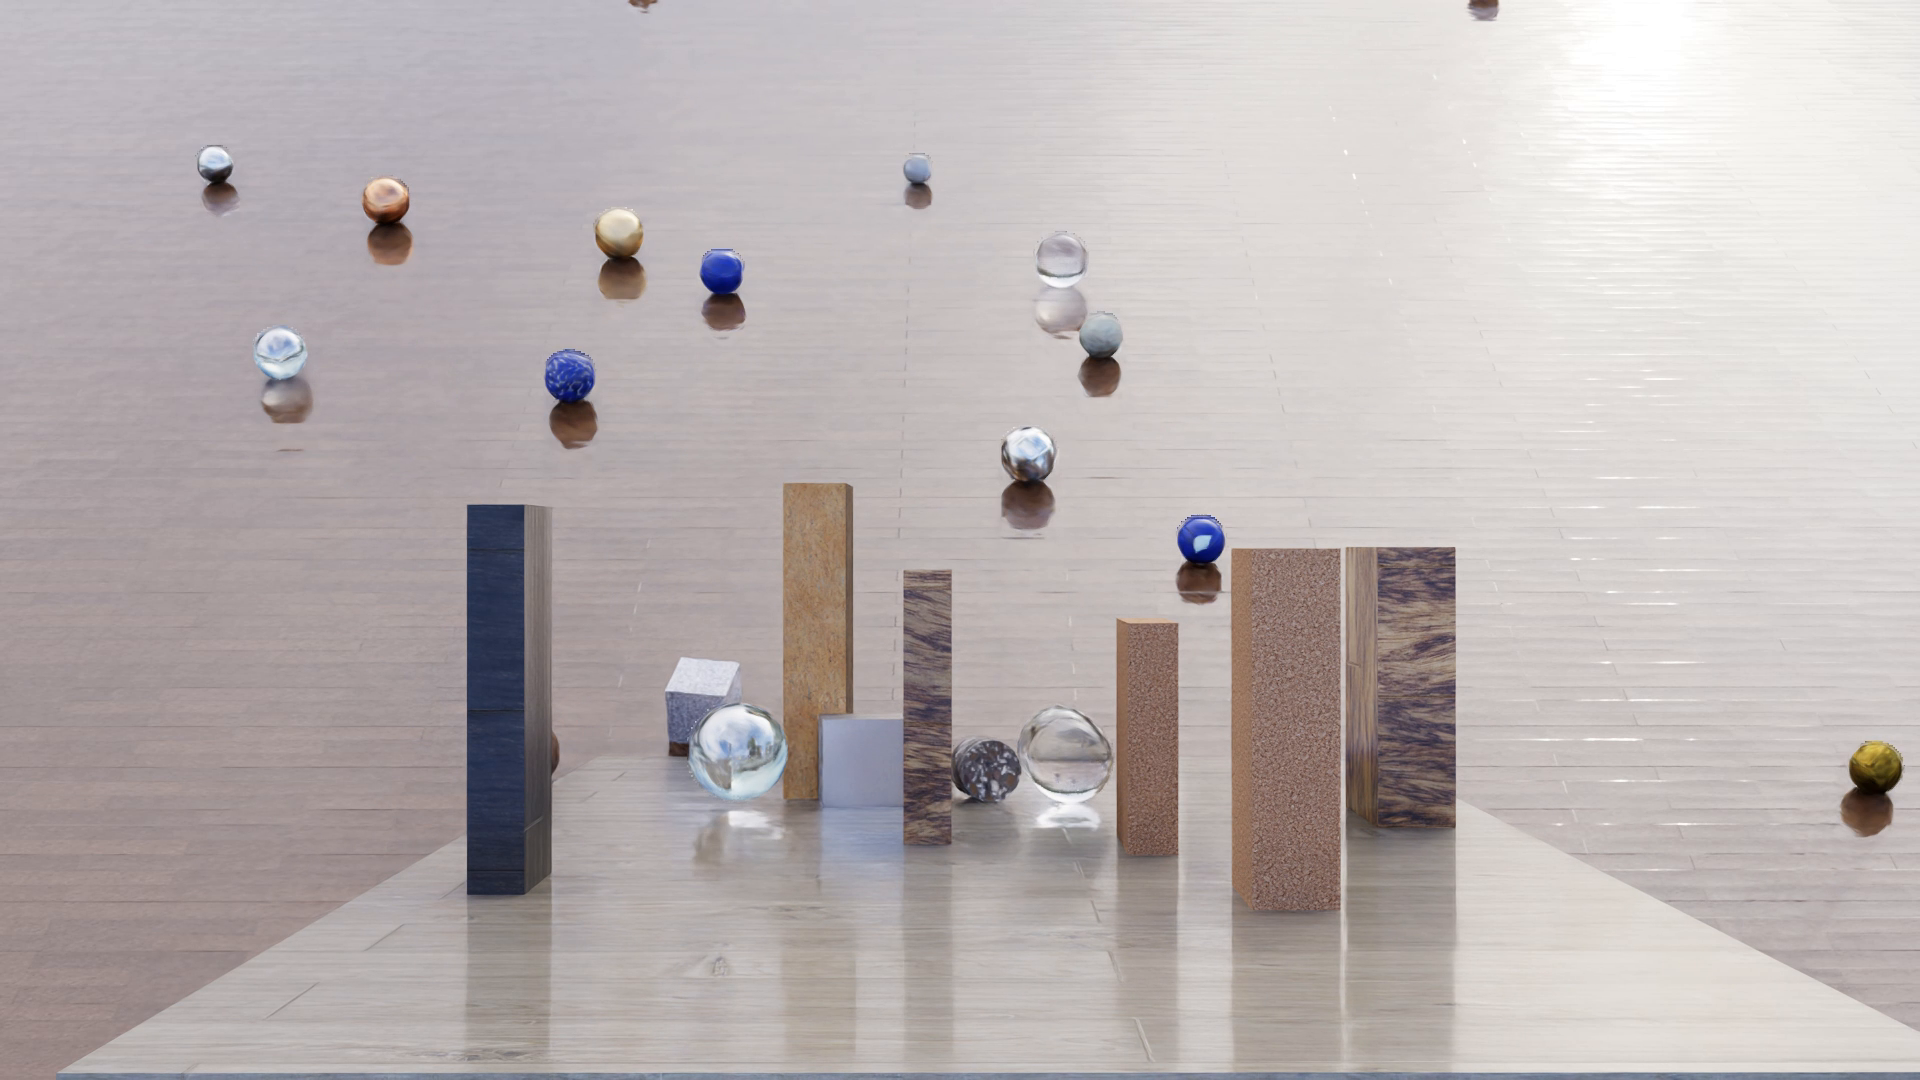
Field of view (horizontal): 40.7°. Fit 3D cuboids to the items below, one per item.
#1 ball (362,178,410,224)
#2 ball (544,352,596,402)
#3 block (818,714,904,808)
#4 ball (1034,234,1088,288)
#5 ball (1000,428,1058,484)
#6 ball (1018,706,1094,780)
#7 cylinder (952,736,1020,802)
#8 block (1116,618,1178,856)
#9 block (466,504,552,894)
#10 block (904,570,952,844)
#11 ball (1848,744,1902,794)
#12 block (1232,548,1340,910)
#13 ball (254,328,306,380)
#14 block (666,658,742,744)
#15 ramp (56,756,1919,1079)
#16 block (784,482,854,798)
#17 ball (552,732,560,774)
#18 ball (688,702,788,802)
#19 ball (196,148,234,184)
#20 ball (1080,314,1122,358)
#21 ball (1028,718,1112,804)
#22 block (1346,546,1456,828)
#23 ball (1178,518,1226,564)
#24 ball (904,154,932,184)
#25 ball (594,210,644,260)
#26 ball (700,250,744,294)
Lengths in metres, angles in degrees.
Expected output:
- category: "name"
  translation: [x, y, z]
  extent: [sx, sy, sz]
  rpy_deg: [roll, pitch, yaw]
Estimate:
- category: "ball"
  translation: [-2.178, -1.285, 9.813]
  extent: [0.177, 0.177, 0.177]
  rpy_deg: [0, 30, 0]
- category: "ball"
  translation: [-1.288, -0.537, 8.543]
  extent: [0.167, 0.167, 0.167]
  rpy_deg: [0, 30, 0]
- category: "block"
  translation: [-0.204, 0.464, 5.461]
  extent: [0.182, 0.182, 0.182]
  rpy_deg: [0, 0, -6]
- category: "ball"
  translation: [0.365, -1.004, 9.316]
  extent: [0.194, 0.194, 0.194]
  rpy_deg: [0, 30, 0]
- category: "ball"
  translation: [0.214, -0.263, 8.063]
  extent: [0.177, 0.177, 0.177]
  rpy_deg: [0, 30, 0]
- category: "ball"
  translation: [0.220, 0.461, 5.729]
  extent: [0.187, 0.187, 0.187]
  rpy_deg: [0, 30, 0]
- category: "cylinder"
  translation: [0.052, 0.490, 5.542]
  extent: [0.130, 0.130, 0.130]
  rpy_deg: [-7, 1, -12]
- category: "block"
  translation: [0.339, 0.349, 4.701]
  extent: [0.089, 0.407, 0.324]
  rpy_deg: [0, 0, 0]
- category: "block"
  translation: [-0.723, 0.248, 4.163]
  extent: [0.090, 0.607, 0.271]
  rpy_deg: [0, 0, 0]
- category: "block"
  translation: [-0.059, 0.304, 4.839]
  extent: [0.087, 0.498, 0.274]
  rpy_deg: [0, 0, 0]
- category: "ball"
  translation: [2.354, 0.588, 6.654]
  extent: [0.131, 0.131, 0.131]
  rpy_deg: [0, 30, 0]
- category: "block"
  translation: [0.501, 0.282, 3.997]
  extent: [0.132, 0.538, 0.289]
  rpy_deg: [0, 0, 0]
- category: "ball"
  translation: [-2.282, -0.626, 8.689]
  extent: [0.172, 0.172, 0.172]
  rpy_deg: [0, 30, 0]
- category: "block"
  translation: [-0.680, 0.432, 6.891]
  extent: [0.162, 0.162, 0.162]
  rpy_deg: [5, 31, 8]
- category: "ramp"
  translation: [0.068, 0.603, 4.666]
  extent: [2.000, 0.100, 4.000]
  rpy_deg: [0, 0, 0]
- category: "block"
  translation: [-0.312, 0.217, 5.749]
  extent: [0.134, 0.678, 0.400]
  rpy_deg: [0, 0, 0]
- category: "ball"
  translation: [-1.123, 0.549, 6.672]
  extent: [0.181, 0.181, 0.181]
  rpy_deg: [0, 30, 0]
- category: "ball"
  translation: [-0.463, 0.443, 5.400]
  extent: [0.206, 0.206, 0.206]
  rpy_deg: [0, 30, 0]
- category: "ball"
  translation: [-2.927, -1.473, 10.170]
  extent: [0.140, 0.140, 0.140]
  rpy_deg: [0, 30, 0]
- category: "ball"
  translation: [0.481, -0.696, 8.832]
  extent: [0.149, 0.149, 0.149]
  rpy_deg: [0, 30, 0]
- category: "ball"
  translation: [0.232, 0.464, 5.455]
  extent: [0.181, 0.181, 0.181]
  rpy_deg: [0, 30, 0]
- category: "block"
  translation: [0.877, 0.284, 5.179]
  extent: [0.150, 0.540, 0.415]
  rpy_deg: [0, 0, 0]
- category: "ball"
  translation: [0.713, 0.002, 7.646]
  extent: [0.140, 0.140, 0.140]
  rpy_deg: [0, 30, 0]
- category: "ball"
  translation: [-0.166, -1.456, 10.168]
  extent: [0.113, 0.113, 0.113]
  rpy_deg: [0, 30, 0]
- category: "ball"
  translation: [-1.255, -1.126, 9.535]
  extent: [0.182, 0.182, 0.182]
  rpy_deg: [0, 30, 0]
- category: "ball"
  translation: [-0.853, -0.958, 9.272]
  extent: [0.157, 0.157, 0.157]
  rpy_deg: [0, 30, 0]
